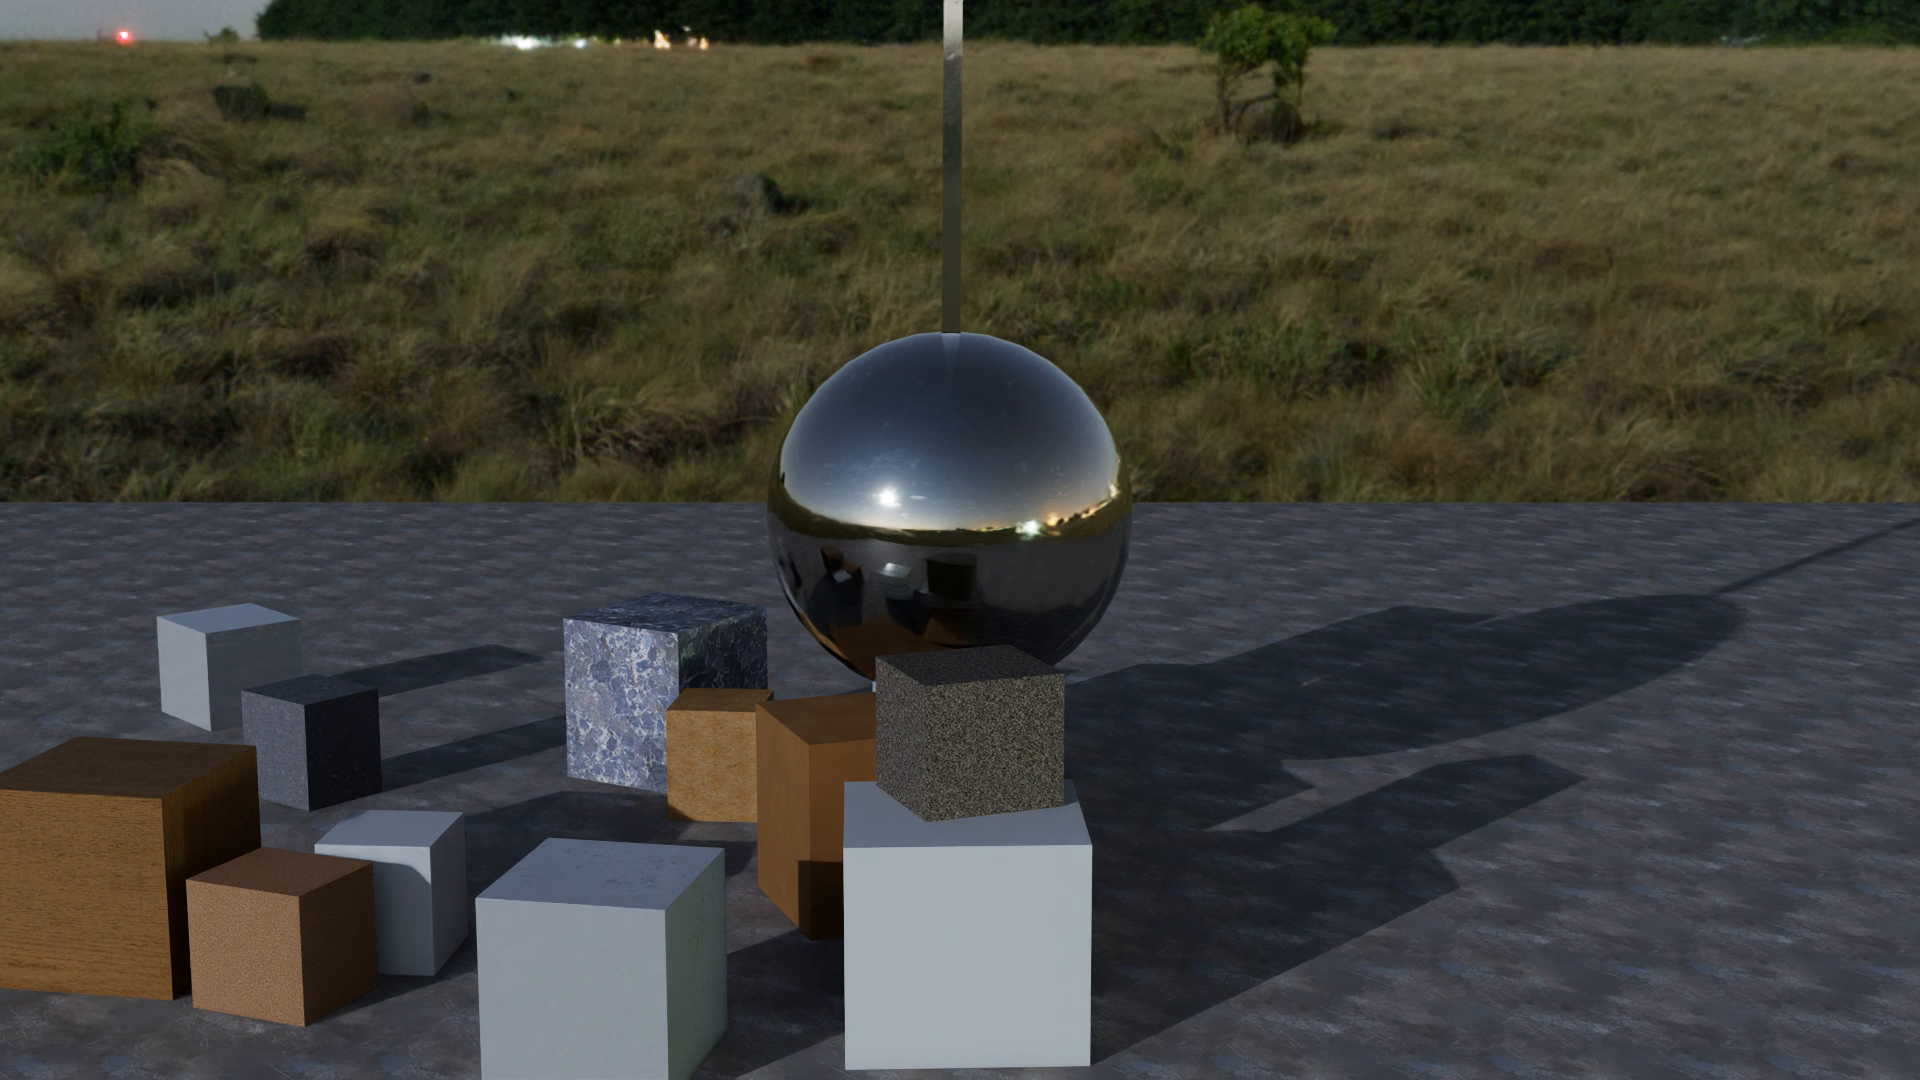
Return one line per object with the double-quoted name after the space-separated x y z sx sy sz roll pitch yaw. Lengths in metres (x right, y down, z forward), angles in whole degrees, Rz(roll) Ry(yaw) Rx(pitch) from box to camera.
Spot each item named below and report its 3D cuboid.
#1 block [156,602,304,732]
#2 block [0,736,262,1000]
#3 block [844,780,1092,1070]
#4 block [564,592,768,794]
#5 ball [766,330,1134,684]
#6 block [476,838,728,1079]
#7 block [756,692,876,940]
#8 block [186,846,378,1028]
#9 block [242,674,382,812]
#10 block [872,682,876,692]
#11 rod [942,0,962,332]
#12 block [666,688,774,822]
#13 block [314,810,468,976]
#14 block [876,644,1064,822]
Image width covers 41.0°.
-4.042 0.696 14.223 0.559 0.542 0.595 -9 14 -41 "block"
-3.337 1.290 10.230 0.795 0.802 0.792 2 10 11 "block"
0.011 1.407 9.527 0.876 0.823 0.859 0 10 -2 "block"
-1.487 0.767 13.061 0.707 0.817 0.763 6 12 30 "block"
-0.044 -0.109 11.161 1.600 1.600 1.600 0 10 0 "ball"
-1.267 1.529 9.193 0.681 0.703 0.721 2 11 11 "block"
-0.421 1.151 10.923 0.697 0.828 0.771 -4 11 -20 "block"
-2.593 1.512 9.832 0.520 0.507 0.455 4 11 23 "block"
-3.192 0.991 12.639 0.496 0.528 0.442 8 13 38 "block"
0.023 0.788 13.208 0.904 0.725 0.842 0 10 1 "block"
-0.019 -3.454 10.552 0.080 5.200 0.080 0 10 0 "rod"
-1.150 1.033 12.379 0.437 0.539 0.455 1 10 6 "block"
-2.280 1.412 10.325 0.460 0.527 0.485 1 10 5 "block"
0.033 0.714 9.620 0.548 0.507 0.526 -4 11 -22 "block"
